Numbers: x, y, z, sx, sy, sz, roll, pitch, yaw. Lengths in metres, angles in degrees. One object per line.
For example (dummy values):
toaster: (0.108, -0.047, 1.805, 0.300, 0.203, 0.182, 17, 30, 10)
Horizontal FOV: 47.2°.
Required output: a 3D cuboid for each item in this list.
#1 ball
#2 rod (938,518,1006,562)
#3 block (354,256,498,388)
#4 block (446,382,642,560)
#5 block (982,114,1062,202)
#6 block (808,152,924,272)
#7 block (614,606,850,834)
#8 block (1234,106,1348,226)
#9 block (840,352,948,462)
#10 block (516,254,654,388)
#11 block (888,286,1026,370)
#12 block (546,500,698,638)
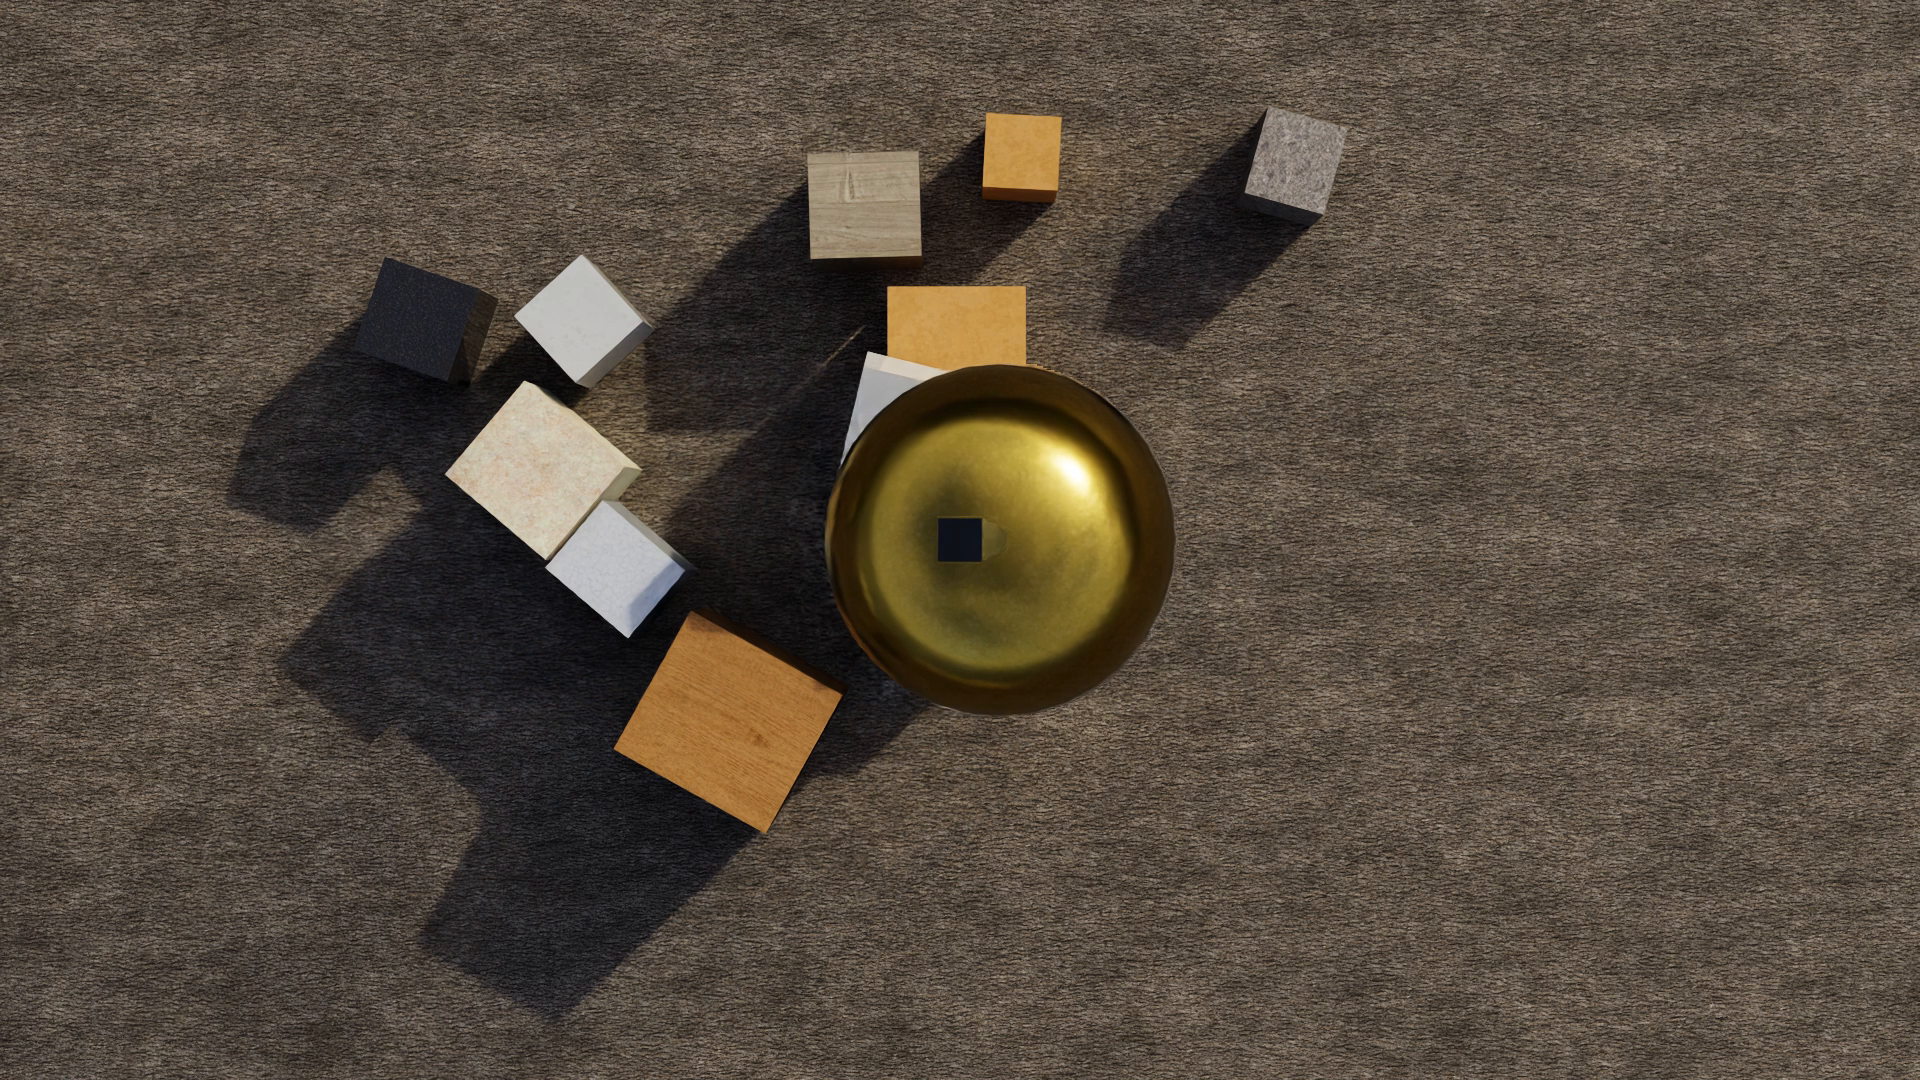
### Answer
ball: (0.179, 0.000, 9.988, 1.600, 1.600, 1.600, 0, 90, 0)
rod: (0.078, 0.000, 6.589, 0.080, 5.200, 0.080, 0, 90, 2)
block: (-3.081, -1.252, 12.727, 0.563, 0.545, 0.555, 19, 90, 0)
block: (-2.380, -0.390, 12.654, 0.738, 0.692, 0.687, 40, 90, 0)
block: (0.354, -2.213, 12.769, 0.429, 0.462, 0.419, 3, 90, 0)
block: (-0.538, -1.890, 12.701, 0.626, 0.598, 0.589, -2, 90, 0)
block: (-1.290, 1.013, 12.615, 0.968, 0.769, 0.883, 29, 90, 0)
block: (1.918, -2.165, 12.769, 0.471, 0.463, 0.513, 16, 90, 0)
block: (-0.263, -0.585, 11.955, 0.671, 0.554, 0.665, 14, 103, -3)
block: (-2.167, -1.257, 12.744, 0.518, 0.513, 0.515, -42, 90, 0)
block: (-0.018, -1.073, 12.602, 0.767, 0.796, 0.670, 0, 90, 0)
block: (-1.945, 0.165, 12.703, 0.614, 0.593, 0.502, 40, 90, 0)
